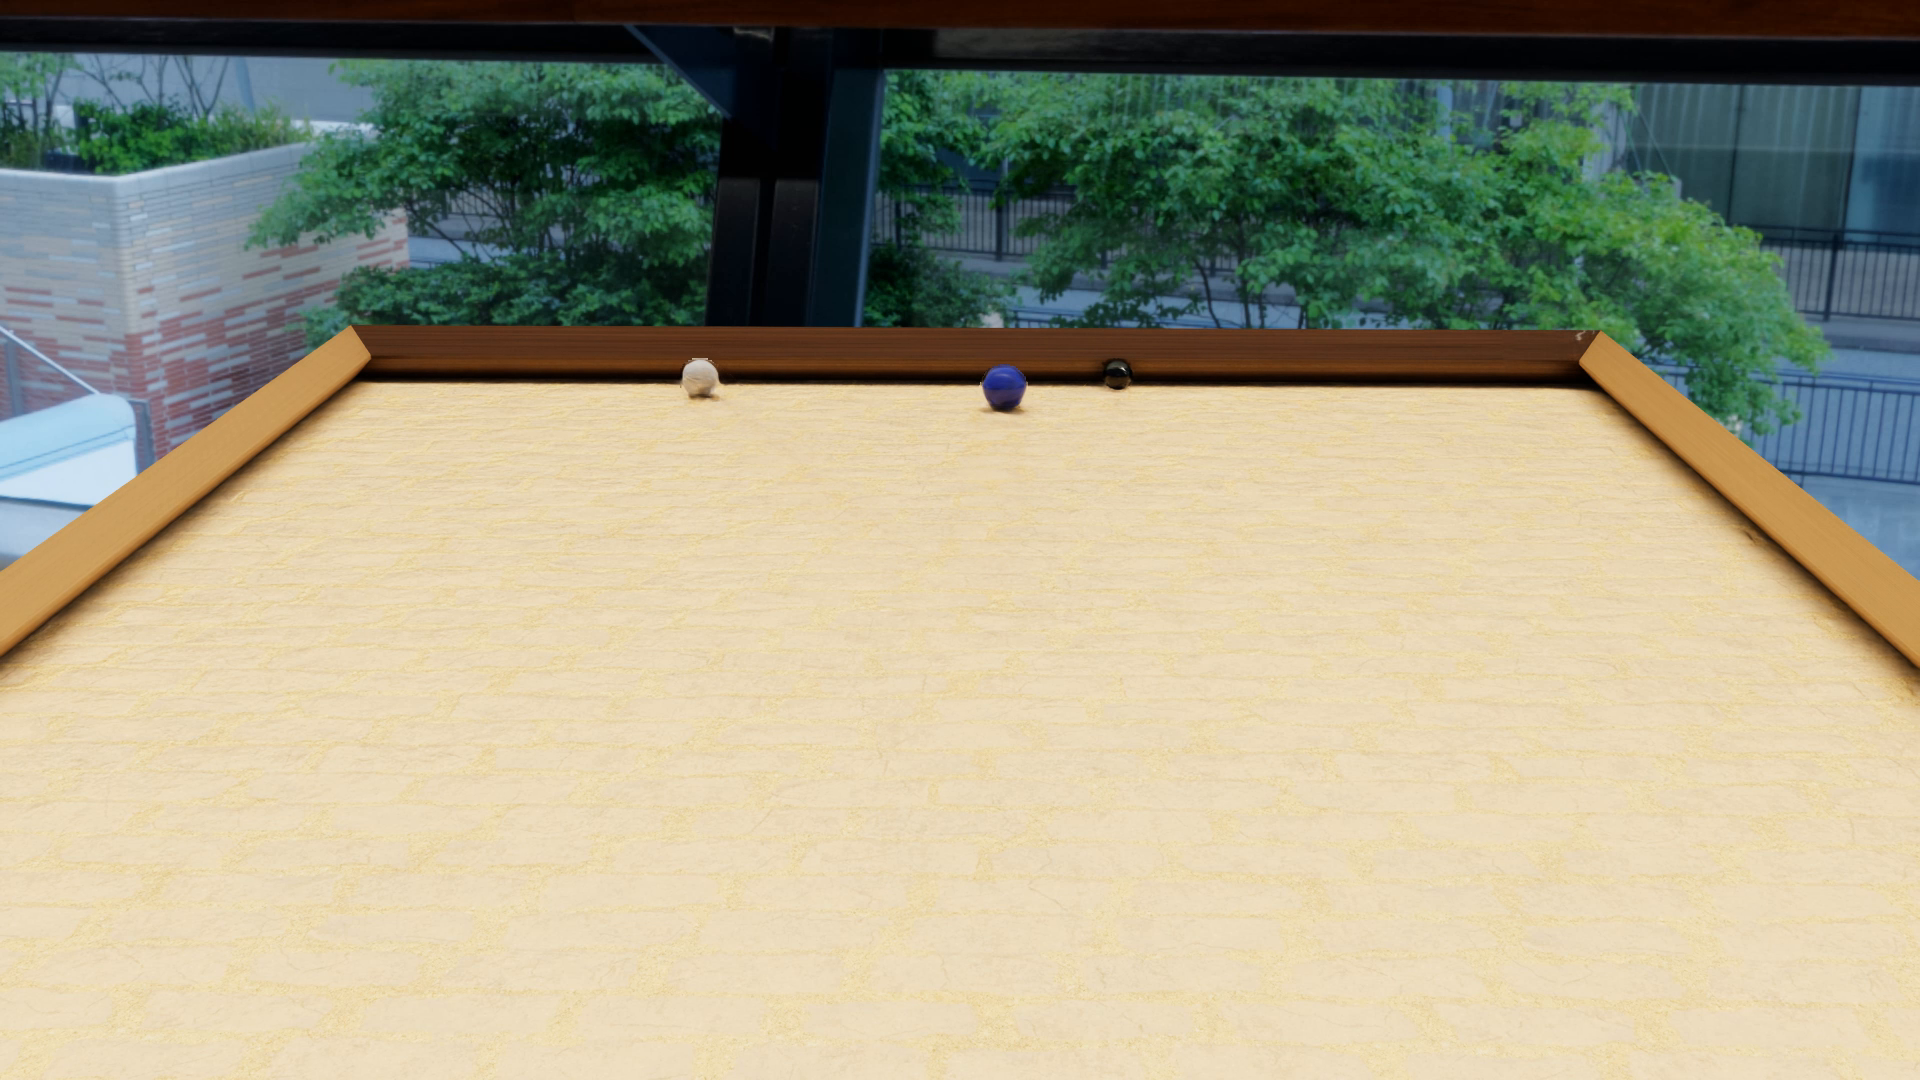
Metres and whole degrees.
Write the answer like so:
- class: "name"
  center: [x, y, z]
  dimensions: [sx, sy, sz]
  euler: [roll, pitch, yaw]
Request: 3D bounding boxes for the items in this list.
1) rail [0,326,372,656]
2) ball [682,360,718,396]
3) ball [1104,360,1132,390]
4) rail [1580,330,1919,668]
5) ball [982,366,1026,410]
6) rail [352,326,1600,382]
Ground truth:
- class: "rail"
  center: [-1.060, 0.275, 1.824]
  dimensions: [0.045, 0.091, 4.065]
  euler: [0, 17, 1]
- class: "ball"
  center: [-0.430, -0.267, 3.637]
  dimensions: [0.061, 0.061, 0.061]
  euler: [0, 17, 0]
- class: "ball"
  center: [0.265, -0.277, 3.689]
  dimensions: [0.049, 0.049, 0.049]
  euler: [0, 17, 0]
- class: "rail"
  center: [1.018, 0.288, 1.784]
  dimensions: [0.045, 0.091, 4.065]
  euler: [0, 17, 1]
- class: "ball"
  center: [0.071, -0.245, 3.550]
  dimensions: [0.070, 0.070, 0.070]
  euler: [0, 17, 0]
- class: "rail"
  center: [0.020, -0.310, 3.723]
  dimensions: [2.126, 0.091, 0.045]
  euler: [0, 17, 1]
